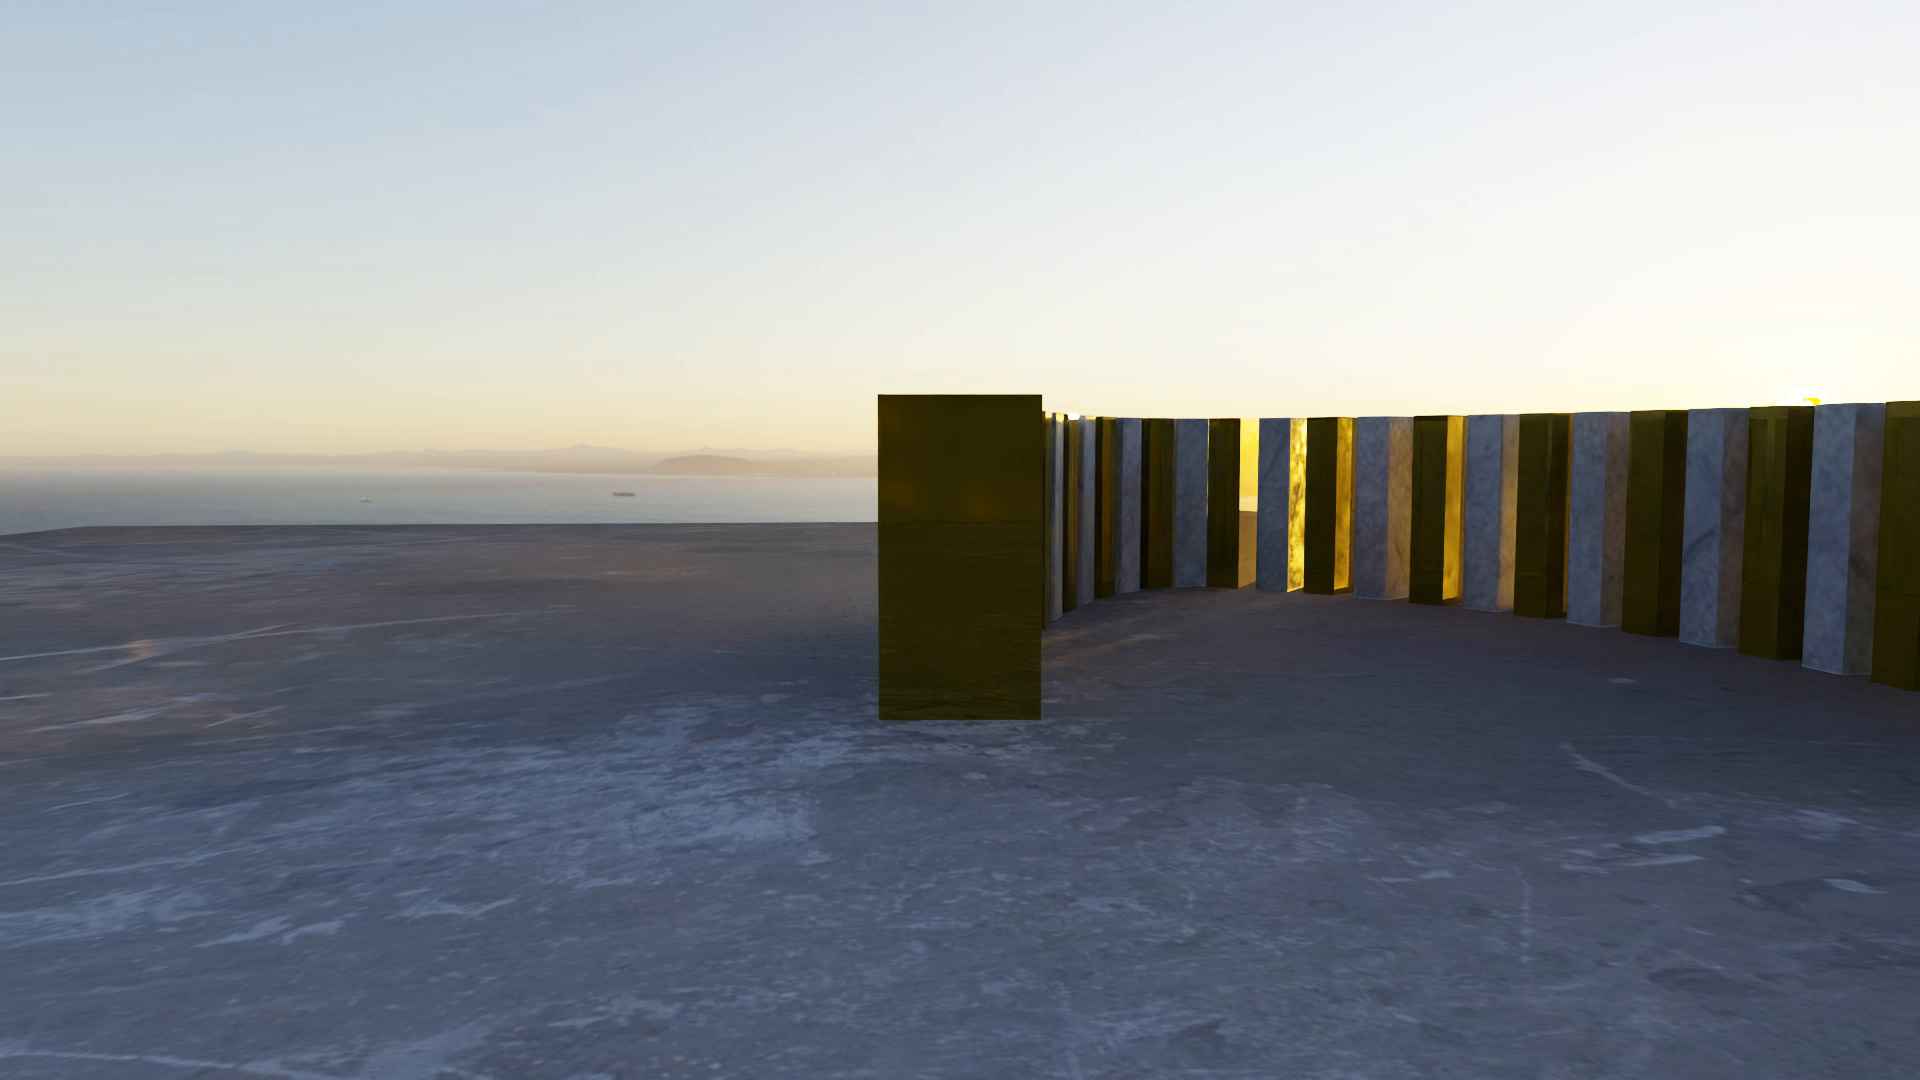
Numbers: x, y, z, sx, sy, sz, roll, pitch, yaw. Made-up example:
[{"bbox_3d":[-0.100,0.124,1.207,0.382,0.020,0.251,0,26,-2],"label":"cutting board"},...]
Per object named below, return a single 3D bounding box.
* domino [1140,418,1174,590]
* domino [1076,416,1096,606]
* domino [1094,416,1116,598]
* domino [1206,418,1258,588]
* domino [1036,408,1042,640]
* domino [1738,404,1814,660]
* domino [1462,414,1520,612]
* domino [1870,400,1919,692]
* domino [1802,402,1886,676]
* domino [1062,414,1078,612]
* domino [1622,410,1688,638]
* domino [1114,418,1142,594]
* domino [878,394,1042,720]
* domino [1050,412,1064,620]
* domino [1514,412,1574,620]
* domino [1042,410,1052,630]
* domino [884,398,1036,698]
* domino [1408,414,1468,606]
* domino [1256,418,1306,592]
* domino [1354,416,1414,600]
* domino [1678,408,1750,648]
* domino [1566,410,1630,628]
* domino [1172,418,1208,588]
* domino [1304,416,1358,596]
[{"bbox_3d":[0.052,-0.011,0.386,0.010,0.050,0.025,-3,5,-34],"label":"domino"},{"bbox_3d":[0.023,-0.008,0.346,0.025,0.050,0.010,2,5,23],"label":"domino"},{"bbox_3d":[0.030,-0.010,0.361,0.025,0.050,0.010,2,5,29],"label":"domino"},{"bbox_3d":[0.083,-0.012,0.389,0.010,0.050,0.025,2,5,25],"label":"domino"},{"bbox_3d":[0.005,-0.004,0.283,0.025,0.050,0.009,1,4,10],"label":"domino"},{"bbox_3d":[0.172,-0.002,0.257,0.025,0.050,0.009,-1,4,-10],"label":"domino"},{"bbox_3d":[0.143,-0.007,0.334,0.025,0.050,0.009,-3,5,-35],"label":"domino"},{"bbox_3d":[0.176,0.001,0.224,0.025,0.050,0.010,0,4,-5],"label":"domino"},{"bbox_3d":[0.174,0.000,0.240,0.025,0.050,0.010,-1,4,-7],"label":"domino"},{"bbox_3d":[0.017,-0.007,0.331,0.025,0.050,0.009,1,5,19],"label":"domino"},{"bbox_3d":[0.164,-0.004,0.289,0.025,0.050,0.009,-1,5,-18],"label":"domino"},{"bbox_3d":[0.040,-0.011,0.375,0.025,0.050,0.009,4,6,40],"label":"domino"},{"bbox_3d":[0.000,0.002,0.201,0.025,0.050,0.010,0,4,0],"label":"domino"},{"bbox_3d":[0.012,-0.006,0.315,0.025,0.050,0.009,1,4,15],"label":"domino"},{"bbox_3d":[0.151,-0.006,0.319,0.025,0.050,0.010,-2,5,-26],"label":"domino"},{"bbox_3d":[0.008,-0.005,0.299,0.025,0.050,0.010,1,4,12],"label":"domino"},{"bbox_3d":[0.000,0.001,0.217,0.025,0.050,0.009,0,4,0],"label":"domino"},{"bbox_3d":[0.133,-0.008,0.346,0.025,0.050,0.009,-4,6,-42],"label":"domino"},{"bbox_3d":[0.097,-0.011,0.381,0.009,0.050,0.025,3,5,33],"label":"domino"},{"bbox_3d":[0.122,-0.009,0.359,0.025,0.050,0.009,-4,6,-42],"label":"domino"},{"bbox_3d":[0.168,-0.003,0.273,0.025,0.050,0.009,-1,4,-14],"label":"domino"},{"bbox_3d":[0.158,-0.005,0.304,0.025,0.050,0.009,-2,5,-22],"label":"domino"},{"bbox_3d":[0.067,-0.012,0.392,0.010,0.050,0.025,-1,4,-8],"label":"domino"},{"bbox_3d":[0.110,-0.010,0.370,0.010,0.050,0.025,4,6,43],"label":"domino"}]
